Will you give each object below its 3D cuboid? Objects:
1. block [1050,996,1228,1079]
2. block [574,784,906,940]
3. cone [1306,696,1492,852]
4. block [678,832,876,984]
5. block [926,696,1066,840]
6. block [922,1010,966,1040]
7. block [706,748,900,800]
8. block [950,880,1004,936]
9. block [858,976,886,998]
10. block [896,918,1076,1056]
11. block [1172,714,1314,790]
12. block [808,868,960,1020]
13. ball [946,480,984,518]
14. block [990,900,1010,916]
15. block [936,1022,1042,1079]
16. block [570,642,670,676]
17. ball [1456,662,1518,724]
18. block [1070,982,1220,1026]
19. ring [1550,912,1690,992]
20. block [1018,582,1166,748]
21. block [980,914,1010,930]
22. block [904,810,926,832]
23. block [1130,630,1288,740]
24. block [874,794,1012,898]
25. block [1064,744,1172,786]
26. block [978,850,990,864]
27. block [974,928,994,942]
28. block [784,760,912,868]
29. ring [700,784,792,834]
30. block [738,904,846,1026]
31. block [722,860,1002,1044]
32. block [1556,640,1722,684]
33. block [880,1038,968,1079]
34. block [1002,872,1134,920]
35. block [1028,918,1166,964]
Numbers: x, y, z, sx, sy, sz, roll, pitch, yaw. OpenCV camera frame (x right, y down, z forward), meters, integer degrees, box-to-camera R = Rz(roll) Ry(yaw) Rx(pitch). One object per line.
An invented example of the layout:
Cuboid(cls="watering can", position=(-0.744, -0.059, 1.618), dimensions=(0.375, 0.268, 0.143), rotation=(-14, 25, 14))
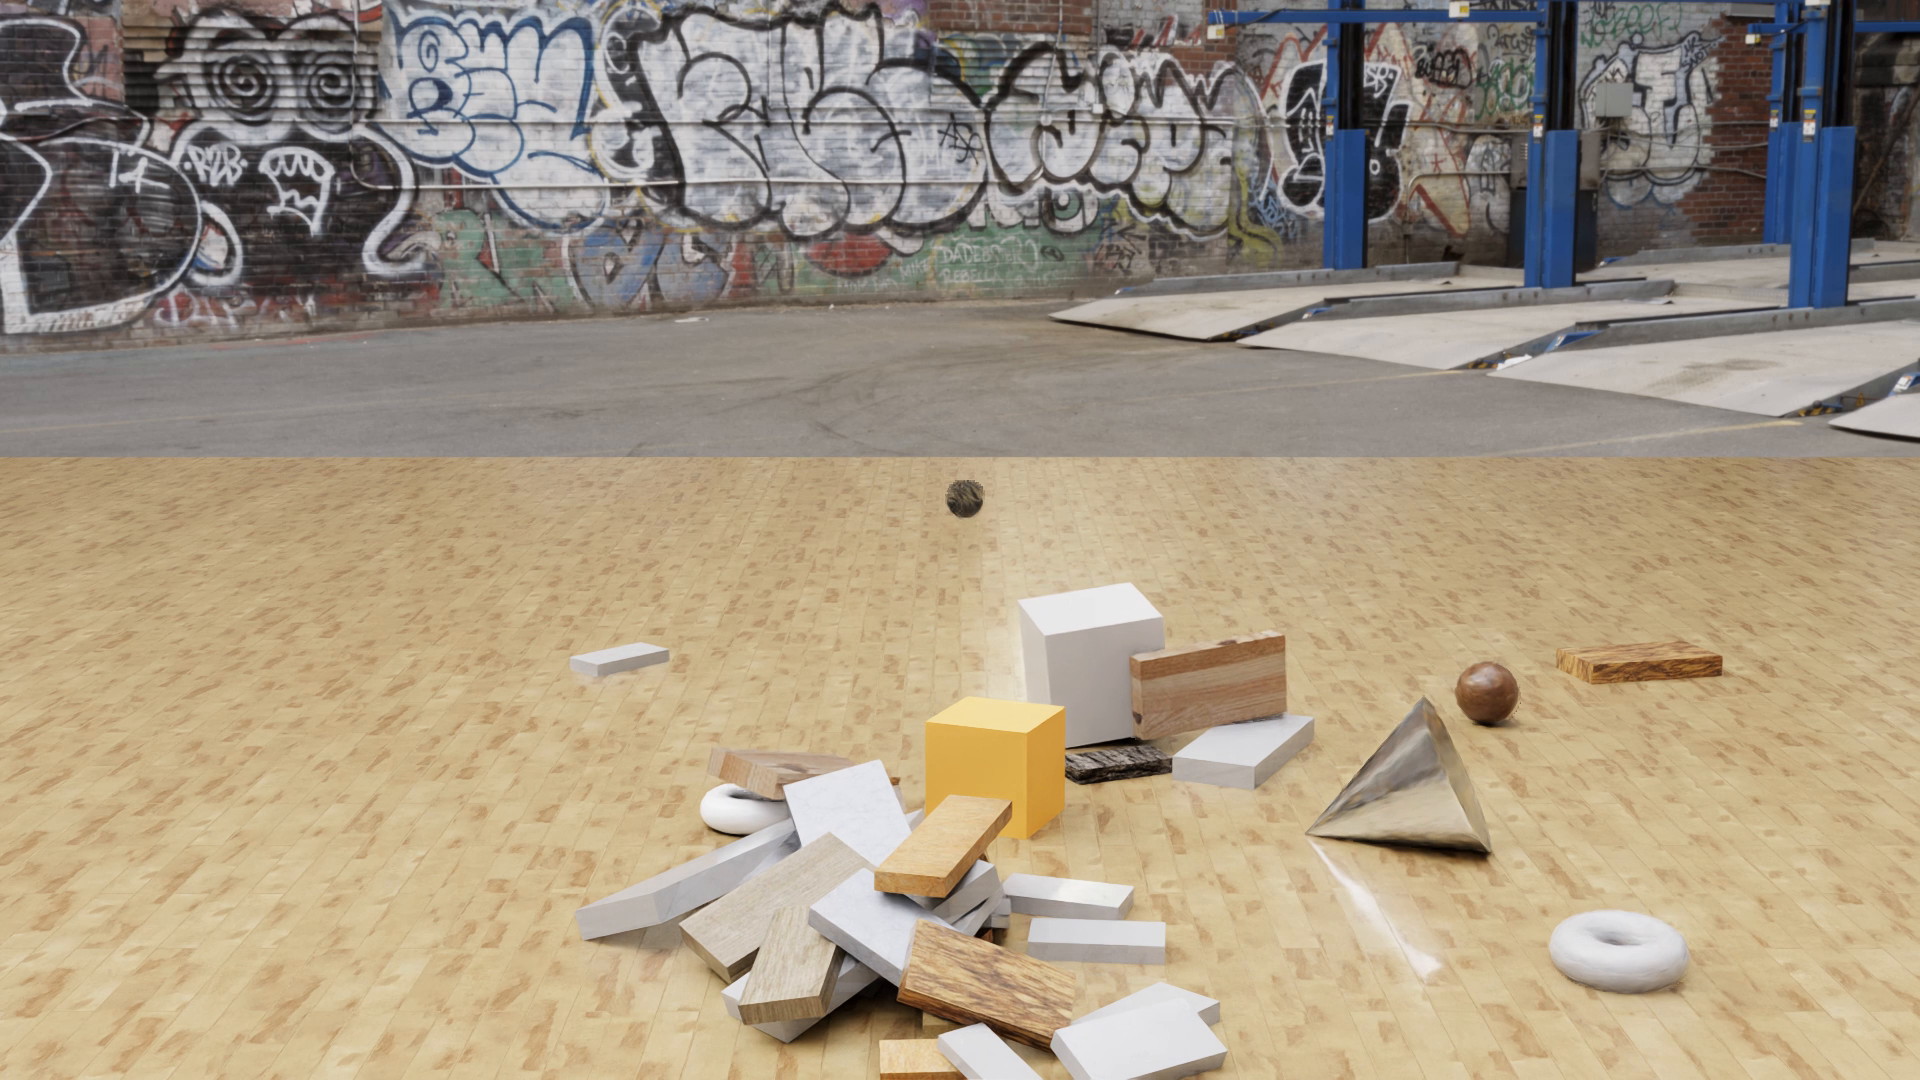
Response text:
Cuboid(cls="block", position=(0.241, 0.685, 2.961), dimensions=(0.216, 0.031, 0.108), rotation=(-7, 36, -32))
Cuboid(cls="block", position=(-0.351, 0.533, 3.690), dimensions=(0.171, 0.048, 0.677), rotation=(-18, -1, 34))
Cuboid(cls="cone", position=(0.751, 0.473, 3.937), dimensions=(0.296, 0.296, 0.296), rotation=(-25, 4, 16))
Cuboid(cls="block", position=(-0.270, 0.558, 3.344), dimensions=(0.283, 0.040, 0.141), rotation=(-29, 35, -26))
Cuboid(cls="block", position=(0.067, 0.417, 4.058), dimensions=(0.198, 0.198, 0.198), rotation=(4, 11, 23))
Cuboid(cls="block", position=(-0.015, 0.664, 3.095), dimensions=(0.074, 0.021, 0.148), rotation=(0, 10, -1))
Cuboid(cls="block", position=(-0.287, 0.437, 4.076), dimensions=(0.171, 0.048, 0.342), rotation=(15, 3, 38))
Cuboid(cls="block", position=(-0.004, 0.562, 3.300), dimensions=(0.085, 0.024, 0.169), rotation=(-4, 19, 25))
Cuboid(cls="block", position=(-0.227, 0.604, 3.332), dimensions=(0.283, 0.040, 0.141), rotation=(6, 35, 27))
Cuboid(cls="block", position=(0.039, 0.617, 3.038), dimensions=(0.239, 0.034, 0.120), rotation=(21, 42, -8))
Cuboid(cls="block", position=(0.579, 0.420, 4.454), dimensions=(0.167, 0.047, 0.403), rotation=(5, 12, 25))
Cuboid(cls="block", position=(-0.080, 0.571, 3.126), dimensions=(0.257, 0.034, 0.120), rotation=(30, 39, 27))
Cuboid(cls="ball", position=(0.017, -0.133, 7.224), dimensions=(0.123, 0.123, 0.123), rotation=(0, 11, 0))
Cuboid(cls="block", position=(0.036, 0.583, 3.473), dimensions=(0.085, 0.024, 0.169), rotation=(-1, -11, 0))
Cuboid(cls="block", position=(0.042, 0.699, 2.923), dimensions=(0.074, 0.021, 0.148), rotation=(-8, 28, -36))
Cuboid(cls="block", position=(-0.809, 0.284, 5.235), dimensions=(0.107, 0.030, 0.213), rotation=(10, 14, 43))
Cuboid(cls="ball", position=(1.130, 0.328, 4.717), dimensions=(0.133, 0.133, 0.133), rotation=(0, 11, 0))
Cuboid(cls="block", position=(0.258, 0.681, 3.098), dimensions=(0.108, 0.031, 0.216), rotation=(10, 14, 42))
Cuboid(cls="ring", position=(0.995, 0.620, 3.320), dimensions=(0.204, 0.068, 0.204), rotation=(-1, 13, 0))
Cuboid(cls="block", position=(0.281, 0.261, 4.623), dimensions=(0.250, 0.250, 0.250), rotation=(-9, 17, -9))
Cuboid(cls="block", position=(0.029, 0.589, 3.392), dimensions=(0.070, 0.020, 0.140), rotation=(-3, -12, 12))
Cuboid(cls="block", position=(-0.160, 0.537, 3.697), dimensions=(0.147, 0.042, 0.293), rotation=(-21, 4, 17))
Cuboid(cls="block", position=(0.513, 0.297, 4.525), dimensions=(0.335, 0.167, 0.047), rotation=(-9, 14, -21))
Cuboid(cls="block", position=(-0.019, 0.460, 3.343), dimensions=(0.105, 0.030, 0.434), rotation=(3, 9, 14))
Cuboid(cls="block", position=(0.308, 0.446, 4.364), dimensions=(0.213, 0.030, 0.107), rotation=(-5, 11, -23))
Cuboid(cls="block", position=(-0.028, 0.532, 3.610), dimensions=(0.147, 0.042, 0.293), rotation=(-24, 4, -1))
Cuboid(cls="block", position=(-0.007, 0.618, 3.321), dimensions=(0.070, 0.020, 0.140), rotation=(-5, 7, 21))
Cuboid(cls="block", position=(-0.175, 0.476, 3.577), dimensions=(0.171, 0.048, 0.342), rotation=(-15, 24, -8))
Cuboid(cls="ring", position=(-0.381, 0.490, 4.036), dimensions=(0.192, 0.064, 0.192), rotation=(-1, 10, 0))
Cuboid(cls="block", position=(-0.230, 0.601, 3.144), dimensions=(0.120, 0.034, 0.239), rotation=(-10, 22, 13))
Cuboid(cls="block", position=(-0.140, 0.585, 3.226), dimensions=(0.424, 0.040, 0.141), rotation=(-31, 26, -34))
Cuboid(cls="block", position=(1.596, 0.287, 5.171), dimensions=(0.335, 0.047, 0.167), rotation=(-3, 11, -14))
Cuboid(cls="block", position=(-0.045, 0.702, 2.965), dimensions=(0.125, 0.018, 0.063), rotation=(-1, 30, -3))
Cuboid(cls="block", position=(0.171, 0.587, 3.603), dimensions=(0.210, 0.030, 0.105), rotation=(4, 11, 18))
Cuboid(cls="block", position=(0.213, 0.622, 3.413), dimensions=(0.210, 0.030, 0.105), rotation=(1, 11, 6))
